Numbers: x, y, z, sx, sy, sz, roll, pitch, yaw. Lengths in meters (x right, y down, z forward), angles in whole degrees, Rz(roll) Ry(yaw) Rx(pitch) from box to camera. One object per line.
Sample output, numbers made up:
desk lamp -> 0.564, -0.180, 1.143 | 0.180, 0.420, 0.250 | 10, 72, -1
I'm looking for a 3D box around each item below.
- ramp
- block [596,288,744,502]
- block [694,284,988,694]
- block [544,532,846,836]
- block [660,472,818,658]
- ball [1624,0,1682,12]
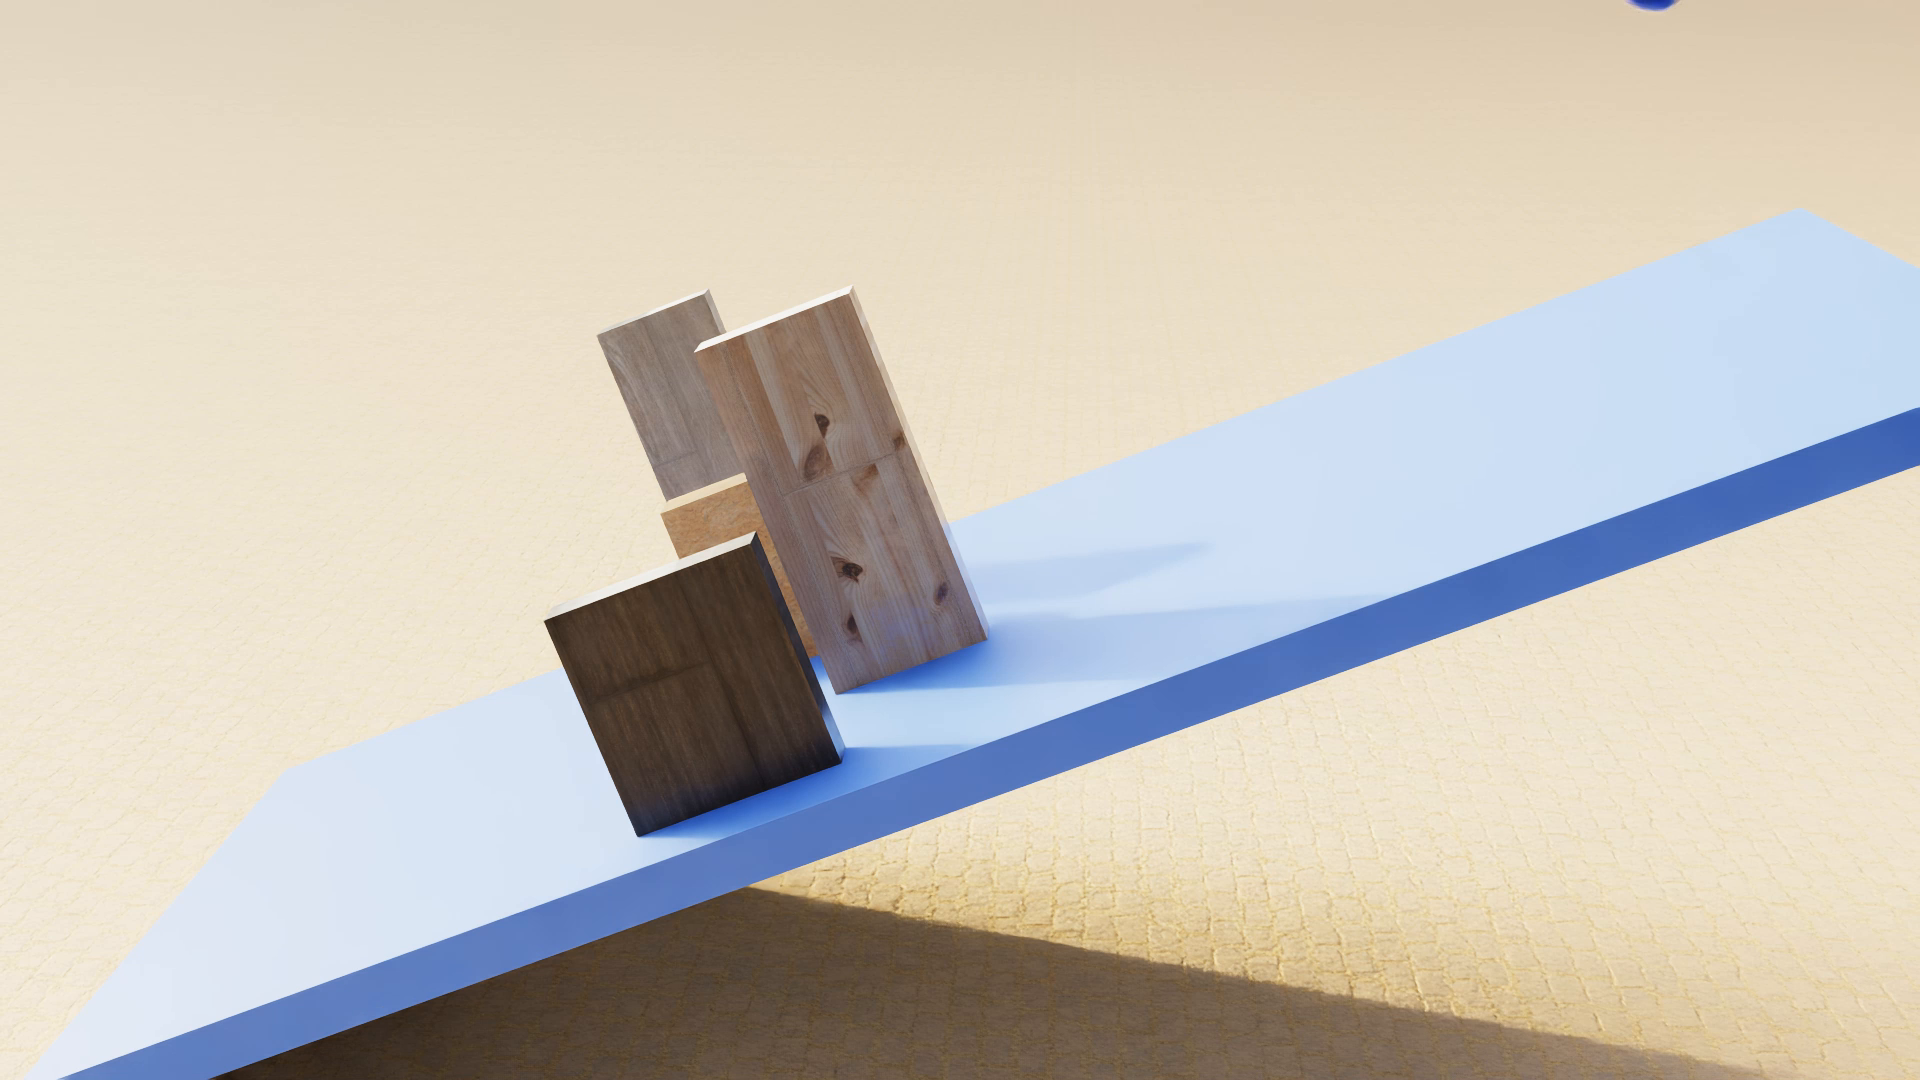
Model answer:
ramp -> 0.121, 0.175, 6.293 | 4.000, 0.100, 2.000 | -20, 12, 7
block -> -0.590, -0.192, 7.059 | 0.277, 0.771, 0.090 | -20, 12, 7
block -> -0.237, -0.100, 6.027 | 0.335, 0.767, 0.114 | -20, 12, 7
block -> -0.500, 0.275, 5.582 | 0.421, 0.457, 0.101 | -20, 12, 7
block -> -0.440, 0.068, 6.496 | 0.290, 0.418, 0.128 | -20, 12, 7
ball -> 1.421, -1.164, 6.019 | 0.166, 0.166, 0.166 | 0, 13, 0
